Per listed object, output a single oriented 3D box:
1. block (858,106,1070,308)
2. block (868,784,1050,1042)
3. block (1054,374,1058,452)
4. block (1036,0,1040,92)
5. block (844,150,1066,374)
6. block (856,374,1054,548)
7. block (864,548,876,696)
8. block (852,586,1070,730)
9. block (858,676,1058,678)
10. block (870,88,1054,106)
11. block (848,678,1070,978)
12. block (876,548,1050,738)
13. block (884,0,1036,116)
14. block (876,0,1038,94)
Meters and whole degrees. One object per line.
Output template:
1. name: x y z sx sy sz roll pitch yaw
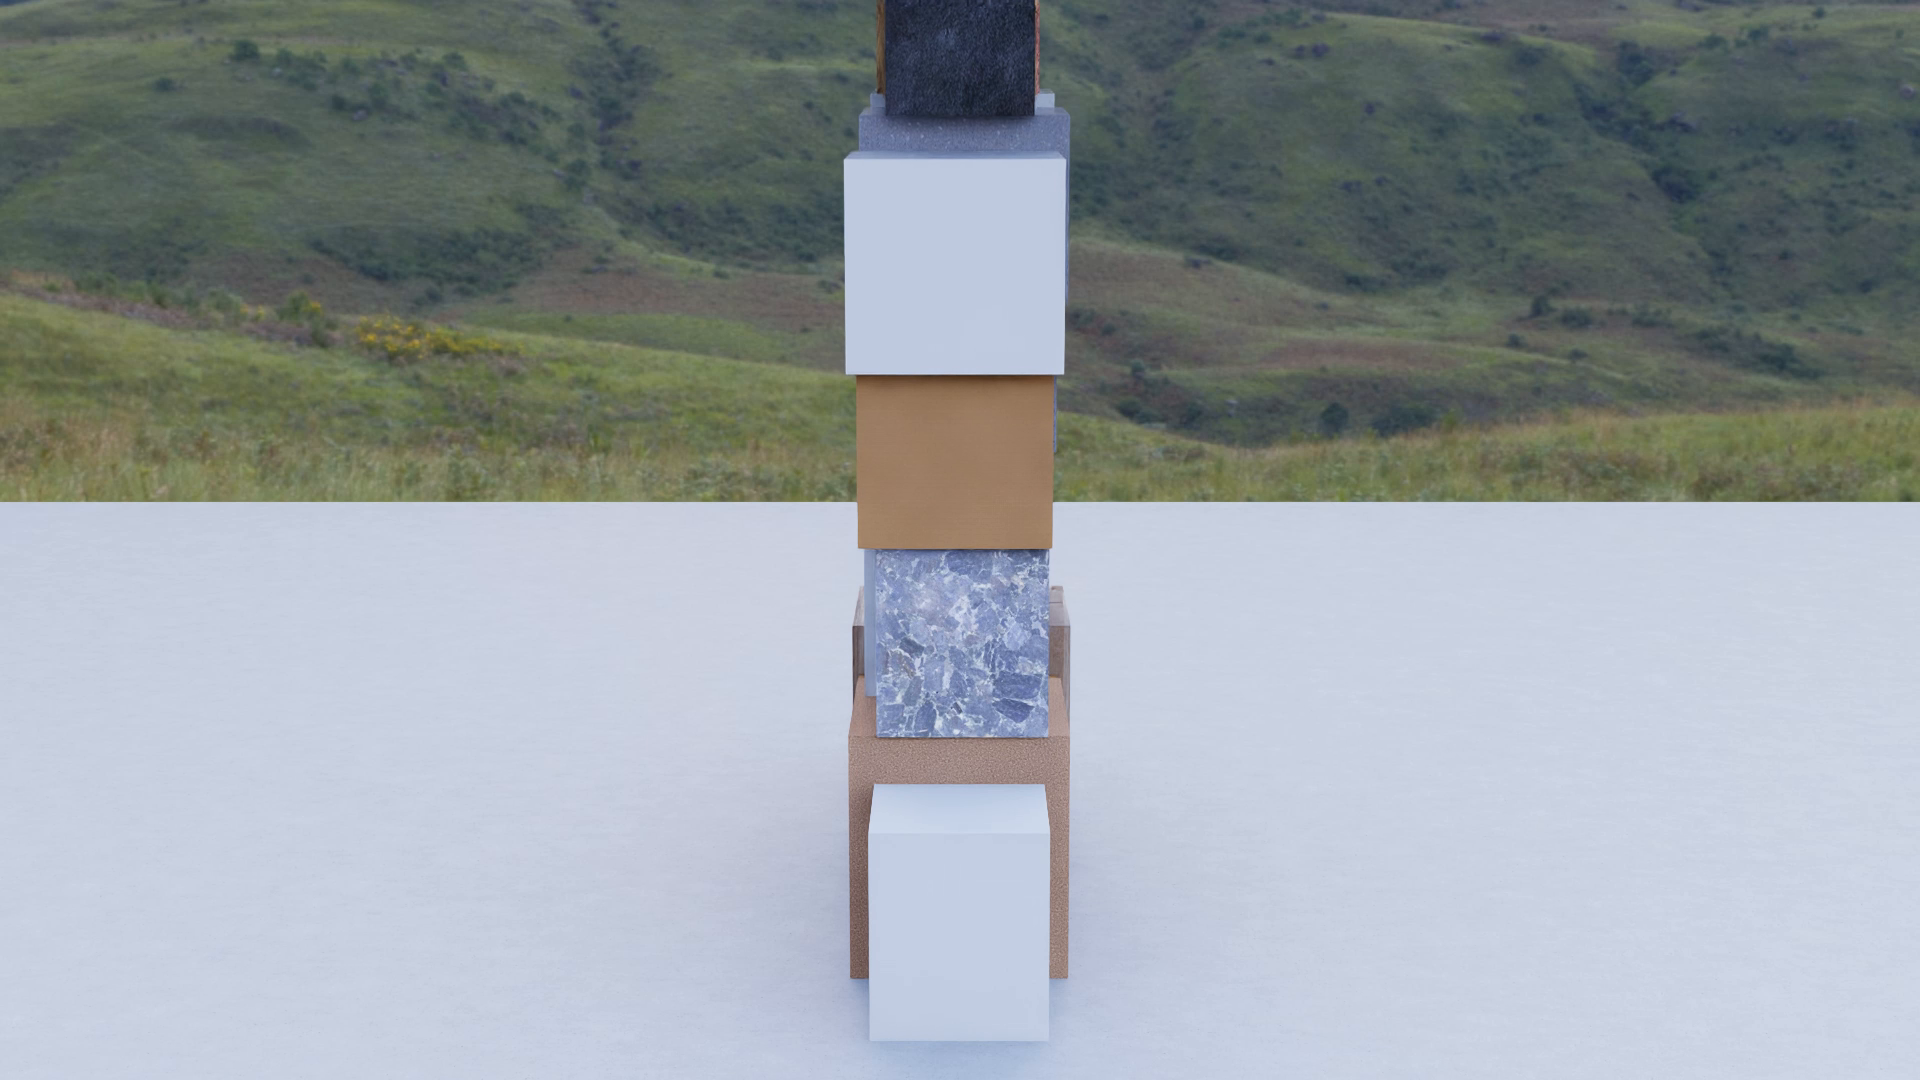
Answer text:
1. block: 0.017 -1.380 10.531 0.827 0.754 0.825 0 12 0
2. block: -0.003 1.394 9.682 0.659 0.793 0.652 0 10 0
3. block: 0.019 -0.814 11.386 0.793 0.705 0.884 0 12 0
4. block: 0.020 -2.277 11.289 0.643 0.582 0.593 0 12 0
5. block: -0.019 -1.072 9.794 0.809 0.790 0.737 0 11 0
6. block: -0.018 -0.360 9.967 0.738 0.673 0.658 0 11 0
7. block: -0.017 0.256 10.820 0.747 0.657 0.703 0 10 0
8. block: 0.007 0.812 12.236 0.995 1.025 0.928 0 10 0
9. block: -0.010 1.083 11.381 0.907 0.797 0.831 0 10 0
10. block: 0.010 -1.568 11.296 0.780 0.807 0.733 0 12 0
11. block: -0.003 1.154 10.470 0.857 0.984 0.966 0 10 0
12. block: 0.010 0.335 10.139 0.661 0.747 0.647 0 10 0
13. block: 0.001 -1.952 10.187 0.581 0.506 0.535 0 12 0
14. block: -0.014 -2.200 10.706 0.653 0.660 0.567 0 10 0
